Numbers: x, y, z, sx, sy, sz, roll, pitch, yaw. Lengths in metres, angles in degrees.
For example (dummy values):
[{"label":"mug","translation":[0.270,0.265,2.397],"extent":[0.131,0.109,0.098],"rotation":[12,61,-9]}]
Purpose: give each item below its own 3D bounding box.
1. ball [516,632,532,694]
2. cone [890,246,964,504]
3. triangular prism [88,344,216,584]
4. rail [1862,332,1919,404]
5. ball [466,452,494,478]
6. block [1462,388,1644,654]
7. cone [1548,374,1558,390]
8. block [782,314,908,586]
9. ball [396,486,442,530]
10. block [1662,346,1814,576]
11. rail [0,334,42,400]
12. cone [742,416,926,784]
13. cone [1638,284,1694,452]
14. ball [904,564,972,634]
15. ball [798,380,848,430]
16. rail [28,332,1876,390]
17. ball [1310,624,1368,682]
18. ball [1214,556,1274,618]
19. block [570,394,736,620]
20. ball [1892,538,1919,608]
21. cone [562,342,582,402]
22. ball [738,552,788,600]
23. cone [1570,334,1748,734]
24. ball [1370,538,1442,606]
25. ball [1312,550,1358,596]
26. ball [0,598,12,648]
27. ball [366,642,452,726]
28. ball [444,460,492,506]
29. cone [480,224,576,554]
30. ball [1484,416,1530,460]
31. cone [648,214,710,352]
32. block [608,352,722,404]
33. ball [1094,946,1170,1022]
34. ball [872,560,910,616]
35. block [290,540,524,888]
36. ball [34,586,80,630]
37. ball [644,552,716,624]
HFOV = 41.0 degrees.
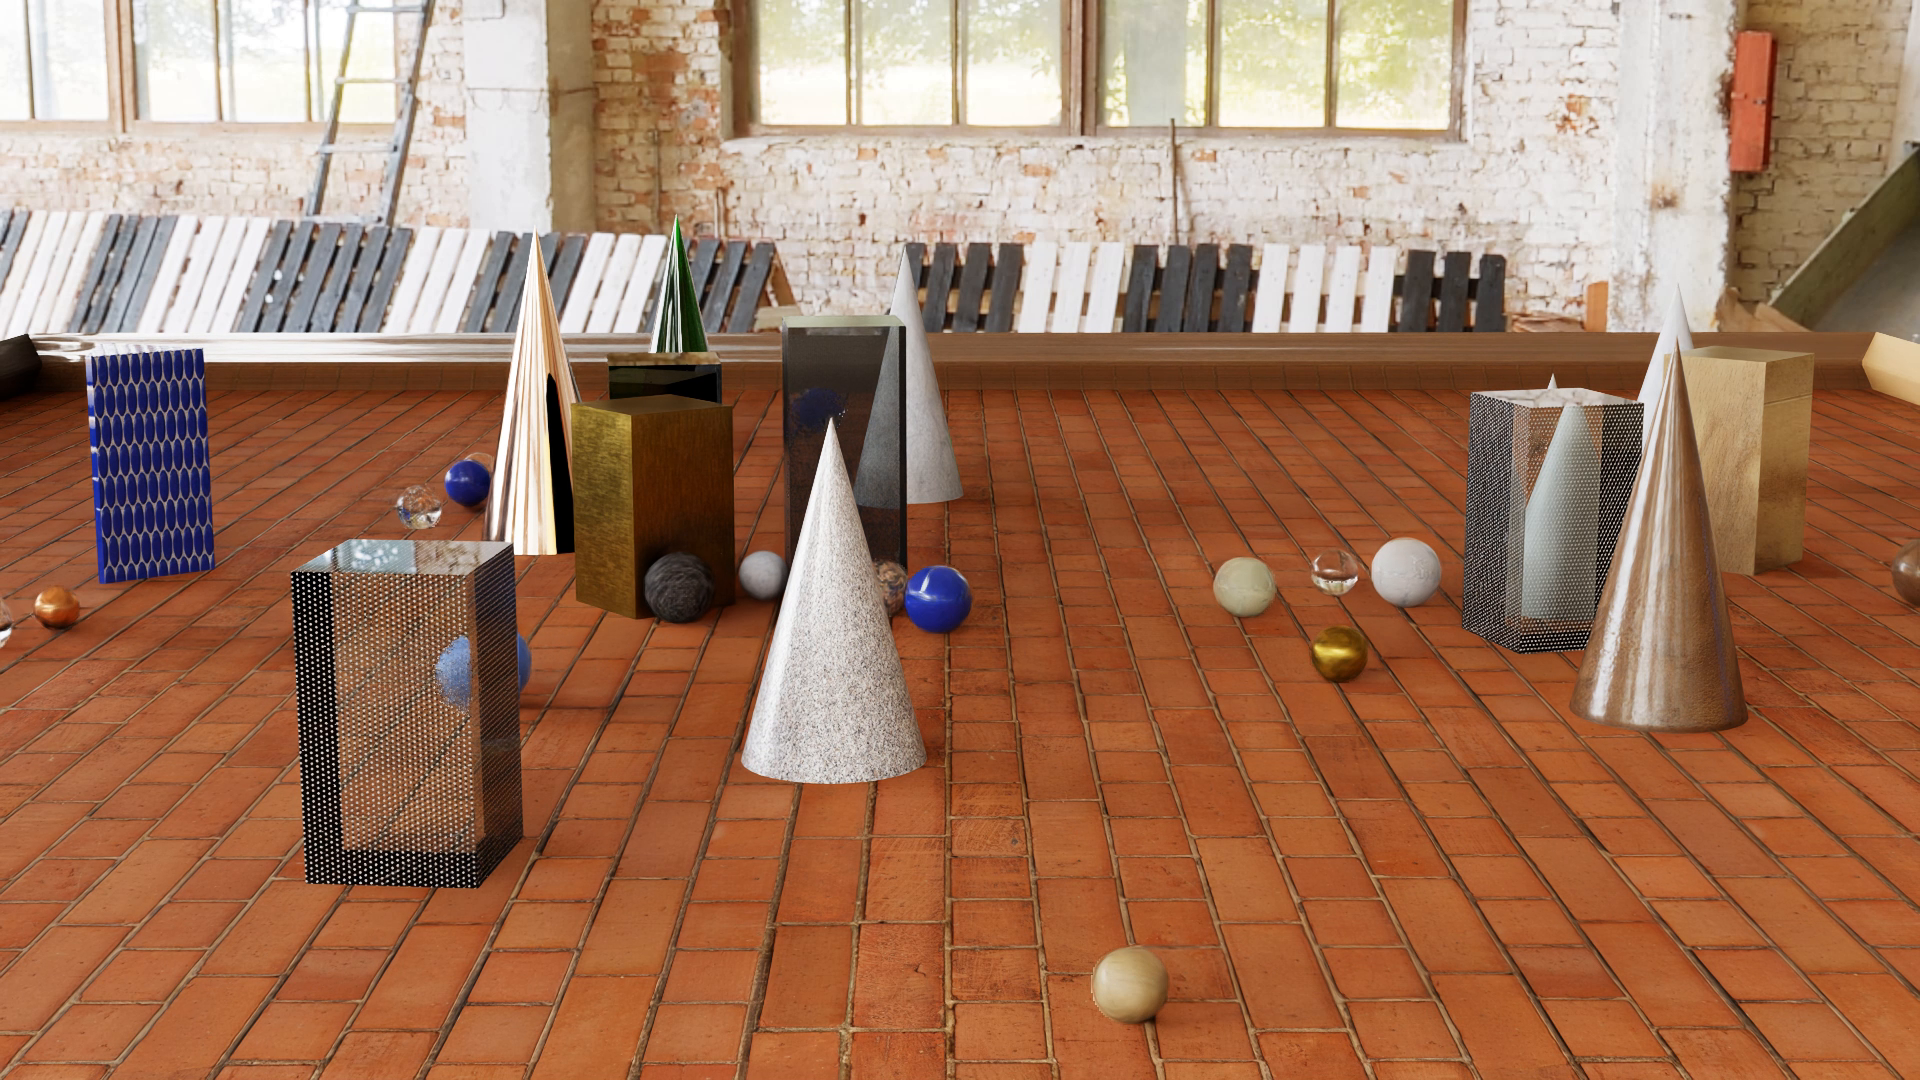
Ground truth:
[{"label":"ball","translation":[-0.541,0.143,2.954],"extent":[0.095,0.095,0.095],"rotation":[0,10,0]},{"label":"cone","translation":[-0.092,-0.288,4.374],"extent":[0.198,0.426,0.198],"rotation":[0,10,0]},{"label":"triangular prism","translation":[-1.204,-0.118,3.732],"extent":[0.171,0.325,0.148],"rotation":[-9,14,-39]},{"label":"rail","translation":[2.071,0.031,3.461],"extent":[0.045,0.129,4.824],"rotation":[0,10,0]},{"label":"ball","translation":[-0.831,-0.118,4.442],"extent":[0.066,0.066,0.066],"rotation":[0,10,0]},{"label":"block","translation":[0.755,-0.028,3.279],"extent":[0.158,0.312,0.158],"rotation":[-3,11,-16]},{"label":"cone","translation":[0.810,-0.074,3.531],"extent":[0.198,0.312,0.198],"rotation":[0,10,0]},{"label":"block","translation":[-0.160,-0.111,3.534],"extent":[0.158,0.383,0.158],"rotation":[-1,11,-7]},{"label":"ball","translation":[-0.859,-0.051,4.071],"extent":[0.070,0.070,0.070],"rotation":[0,10,0]},{"label":"block","translation":[1.142,-0.121,3.789],"extent":[0.158,0.310,0.158],"rotation":[10,14,42]},{"label":"rail","translation":[-2.071,0.035,3.437],"extent":[0.045,0.129,4.824],"rotation":[0,10,0]},{"label":"cone","translation":[-0.134,0.051,2.699],"extent":[0.198,0.368,0.198],"rotation":[0,10,0]},{"label":"cone","translation":[1.255,-0.278,4.517],"extent":[0.198,0.354,0.198],"rotation":[0,10,0]},{"label":"ball","translation":[-0.028,0.077,3.329],"extent":[0.089,0.089,0.089],"rotation":[0,10,0]},{"label":"ball","translation":[-0.277,-0.272,5.183],"extent":[0.099,0.099,0.099],"rotation":[0,10,0]},{"label":"rail","translation":[-0.014,-0.402,5.797],"extent":[4.189,0.129,0.045],"rotation":[0,10,0]},{"label":"ball","translation":[0.453,0.136,3.067],"extent":[0.068,0.068,0.068],"rotation":[0,10,0]},{"label":"ball","translation":[0.380,0.062,3.427],"extent":[0.081,0.081,0.081],"rotation":[0,10,0]},{"label":"block","translation":[-0.418,-0.049,3.497],"extent":[0.158,0.274,0.158],"rotation":[-8,13,-37]},{"label":"ball","translation":[1.316,0.044,3.479],"extent":[0.098,0.098,0.098],"rotation":[0,10,0]},{"label":"cone","translation":[-0.679,-0.228,4.277],"extent":[0.198,0.343,0.198],"rotation":[0,10,0]},{"label":"ball","translation":[-0.270,0.049,3.531],"extent":[0.069,0.069,0.069],"rotation":[0,10,0]},{"label":"cone","translation":[0.797,-0.016,2.889],"extent":[0.198,0.431,0.198],"rotation":[0,10,0]},{"label":"ball","translation":[0.607,0.044,3.492],"extent":[0.094,0.094,0.094],"rotation":[0,10,0]},{"label":"ball","translation":[0.520,0.046,3.563],"extent":[0.064,0.064,0.064],"rotation":[0,10,0]},{"label":"ball","translation":[-1.223,0.104,3.187],"extent":[0.087,0.087,0.087],"rotation":[0,10,0]},{"label":"ball","translation":[-0.614,0.160,2.862],"extent":[0.094,0.094,0.094],"rotation":[0,10,0]},{"label":"ball","translation":[-0.821,-0.094,4.283],"extent":[0.077,0.077,0.077],"rotation":[0,10,0]},{"label":"cone","translation":[-0.642,-0.237,3.919],"extent":[0.198,0.490,0.198],"rotation":[0,10,0]},{"label":"ball","translation":[1.018,-0.189,4.780],"extent":[0.084,0.084,0.084],"rotation":[0,10,0]},{"label":"cone","translation":[-0.543,-0.408,4.958],"extent":[0.198,0.449,0.198],"rotation":[0,10,0]},{"label":"block","translation":[-0.429,-0.110,3.733],"extent":[0.158,0.309,0.158],"rotation":[-2,11,-8]},{"label":"ball","translation":[0.132,0.342,1.976],"extent":[0.058,0.058,0.058],"rotation":[0,10,0]},{"label":"ball","translation":[-0.104,0.065,3.430],"extent":[0.075,0.075,0.075],"rotation":[0,10,0]},{"label":"block","translation":[-0.504,0.156,2.357],"extent":[0.158,0.287,0.158],"rotation":[1,11,5]},{"label":"ball","translation":[-1.178,0.089,3.347],"extent":[0.057,0.057,0.057],"rotation":[0,10,0]},{"label":"ball","translation":[-0.369,0.063,3.388],"extent":[0.095,0.095,0.095],"rotation":[0,10,0]}]
